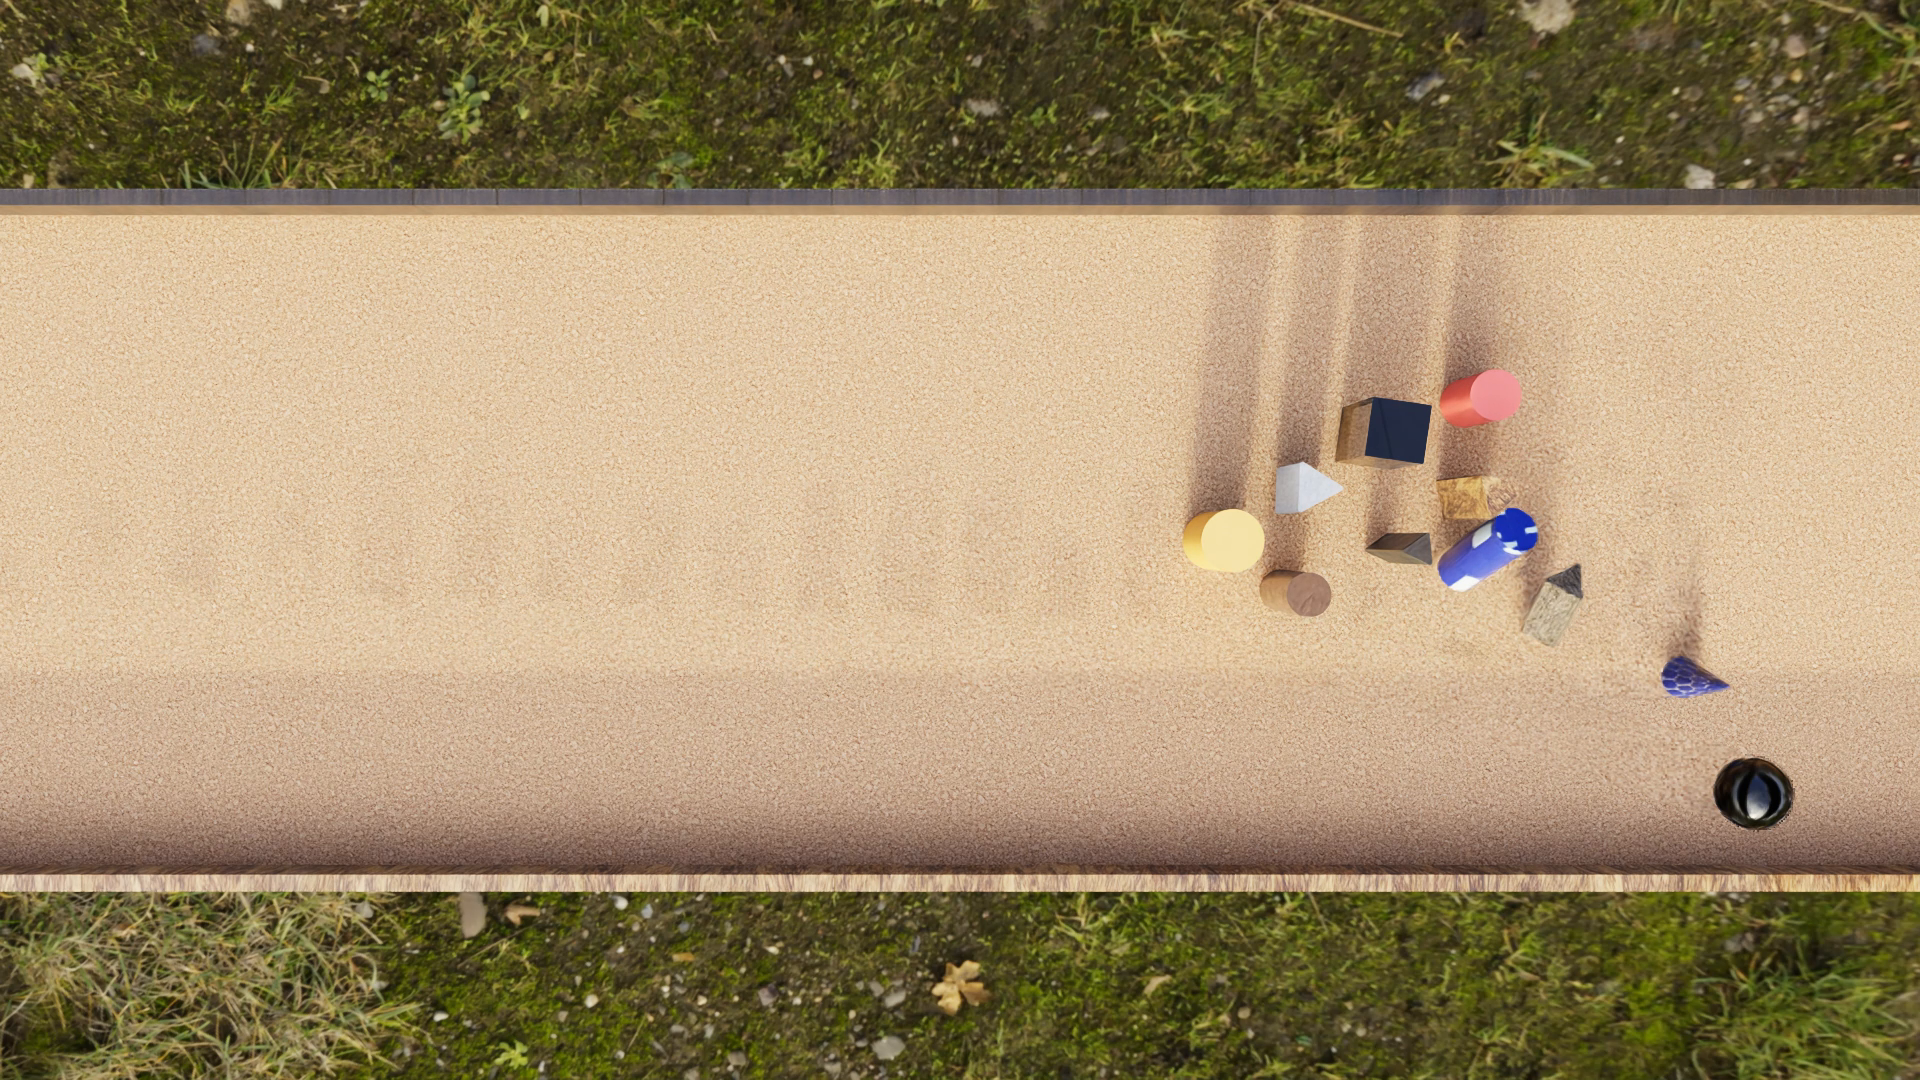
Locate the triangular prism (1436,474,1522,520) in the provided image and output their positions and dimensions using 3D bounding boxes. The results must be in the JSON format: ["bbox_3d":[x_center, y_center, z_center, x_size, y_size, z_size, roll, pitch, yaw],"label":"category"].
[{"bbox_3d":[1.501,-0.144,4.852,0.124,0.448,0.107,-42,90,0],"label":"triangular prism"}]

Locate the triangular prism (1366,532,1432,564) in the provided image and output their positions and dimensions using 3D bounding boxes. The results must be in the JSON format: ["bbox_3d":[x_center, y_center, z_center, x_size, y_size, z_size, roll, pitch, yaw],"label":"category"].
[{"bbox_3d":[1.301,0.015,4.855,0.090,0.443,0.078,25,90,0],"label":"triangular prism"}]

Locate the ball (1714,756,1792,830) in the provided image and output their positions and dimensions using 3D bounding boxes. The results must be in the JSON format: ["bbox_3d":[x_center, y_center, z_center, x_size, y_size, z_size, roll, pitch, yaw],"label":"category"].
[{"bbox_3d":[2.299,0.734,4.784,0.207,0.207,0.207,0,90,0],"label":"ball"}]

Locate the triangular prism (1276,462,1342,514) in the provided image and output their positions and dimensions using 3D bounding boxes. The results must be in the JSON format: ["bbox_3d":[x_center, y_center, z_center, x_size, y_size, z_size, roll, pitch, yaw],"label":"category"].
[{"bbox_3d":[1.007,-0.169,4.901,0.143,0.352,0.123,-28,90,0],"label":"triangular prism"}]

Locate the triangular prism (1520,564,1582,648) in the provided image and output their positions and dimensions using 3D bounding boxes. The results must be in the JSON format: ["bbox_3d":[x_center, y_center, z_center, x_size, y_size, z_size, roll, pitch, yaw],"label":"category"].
[{"bbox_3d":[1.772,0.187,4.894,0.110,0.373,0.095,31,71,19],"label":"triangular prism"}]

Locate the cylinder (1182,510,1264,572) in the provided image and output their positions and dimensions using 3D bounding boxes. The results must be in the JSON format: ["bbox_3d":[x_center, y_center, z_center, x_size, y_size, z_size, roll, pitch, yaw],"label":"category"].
[{"bbox_3d":[0.775,0.002,4.881,0.180,0.392,0.180,0,90,0],"label":"cylinder"}]

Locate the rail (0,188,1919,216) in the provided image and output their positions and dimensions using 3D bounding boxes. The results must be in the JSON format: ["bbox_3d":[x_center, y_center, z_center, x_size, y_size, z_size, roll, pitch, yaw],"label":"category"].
[{"bbox_3d":[-2.247,-1.025,5.002,12.000,0.150,0.050,0,90,0],"label":"rail"}]

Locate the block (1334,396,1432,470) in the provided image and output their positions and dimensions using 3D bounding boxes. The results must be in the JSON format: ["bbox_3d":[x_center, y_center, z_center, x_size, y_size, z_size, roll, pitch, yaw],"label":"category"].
[{"bbox_3d":[1.249,-0.312,4.889,0.170,0.376,0.170,8,90,0],"label":"block"}]

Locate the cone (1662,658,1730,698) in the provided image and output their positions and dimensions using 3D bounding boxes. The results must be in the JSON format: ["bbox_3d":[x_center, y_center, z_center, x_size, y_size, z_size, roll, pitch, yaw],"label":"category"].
[{"bbox_3d":[2.220,0.422,4.909,0.123,0.336,0.123,0,90,0],"label":"cone"}]

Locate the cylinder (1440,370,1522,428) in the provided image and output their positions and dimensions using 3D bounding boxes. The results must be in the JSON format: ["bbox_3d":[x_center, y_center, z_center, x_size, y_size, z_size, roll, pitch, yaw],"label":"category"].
[{"bbox_3d":[1.552,-0.420,4.925,0.149,0.303,0.149,0,90,0],"label":"cylinder"}]

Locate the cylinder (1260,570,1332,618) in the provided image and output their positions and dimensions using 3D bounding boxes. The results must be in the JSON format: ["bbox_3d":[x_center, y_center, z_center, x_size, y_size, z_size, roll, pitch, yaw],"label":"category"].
[{"bbox_3d":[0.985,0.155,4.865,0.127,0.424,0.127,0,90,0],"label":"cylinder"}]

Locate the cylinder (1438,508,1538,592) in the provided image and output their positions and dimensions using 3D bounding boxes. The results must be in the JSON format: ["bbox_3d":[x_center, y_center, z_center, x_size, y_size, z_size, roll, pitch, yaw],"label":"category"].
[{"bbox_3d":[1.563,0.032,4.897,0.135,0.334,0.135,5,67,-13],"label":"cylinder"}]

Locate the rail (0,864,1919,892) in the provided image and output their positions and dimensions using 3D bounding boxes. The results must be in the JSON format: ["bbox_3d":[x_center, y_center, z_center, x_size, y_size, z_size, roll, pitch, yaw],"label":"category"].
[{"bbox_3d":[-2.247,1.025,5.001,12.000,0.150,0.050,0,90,0],"label":"rail"}]
